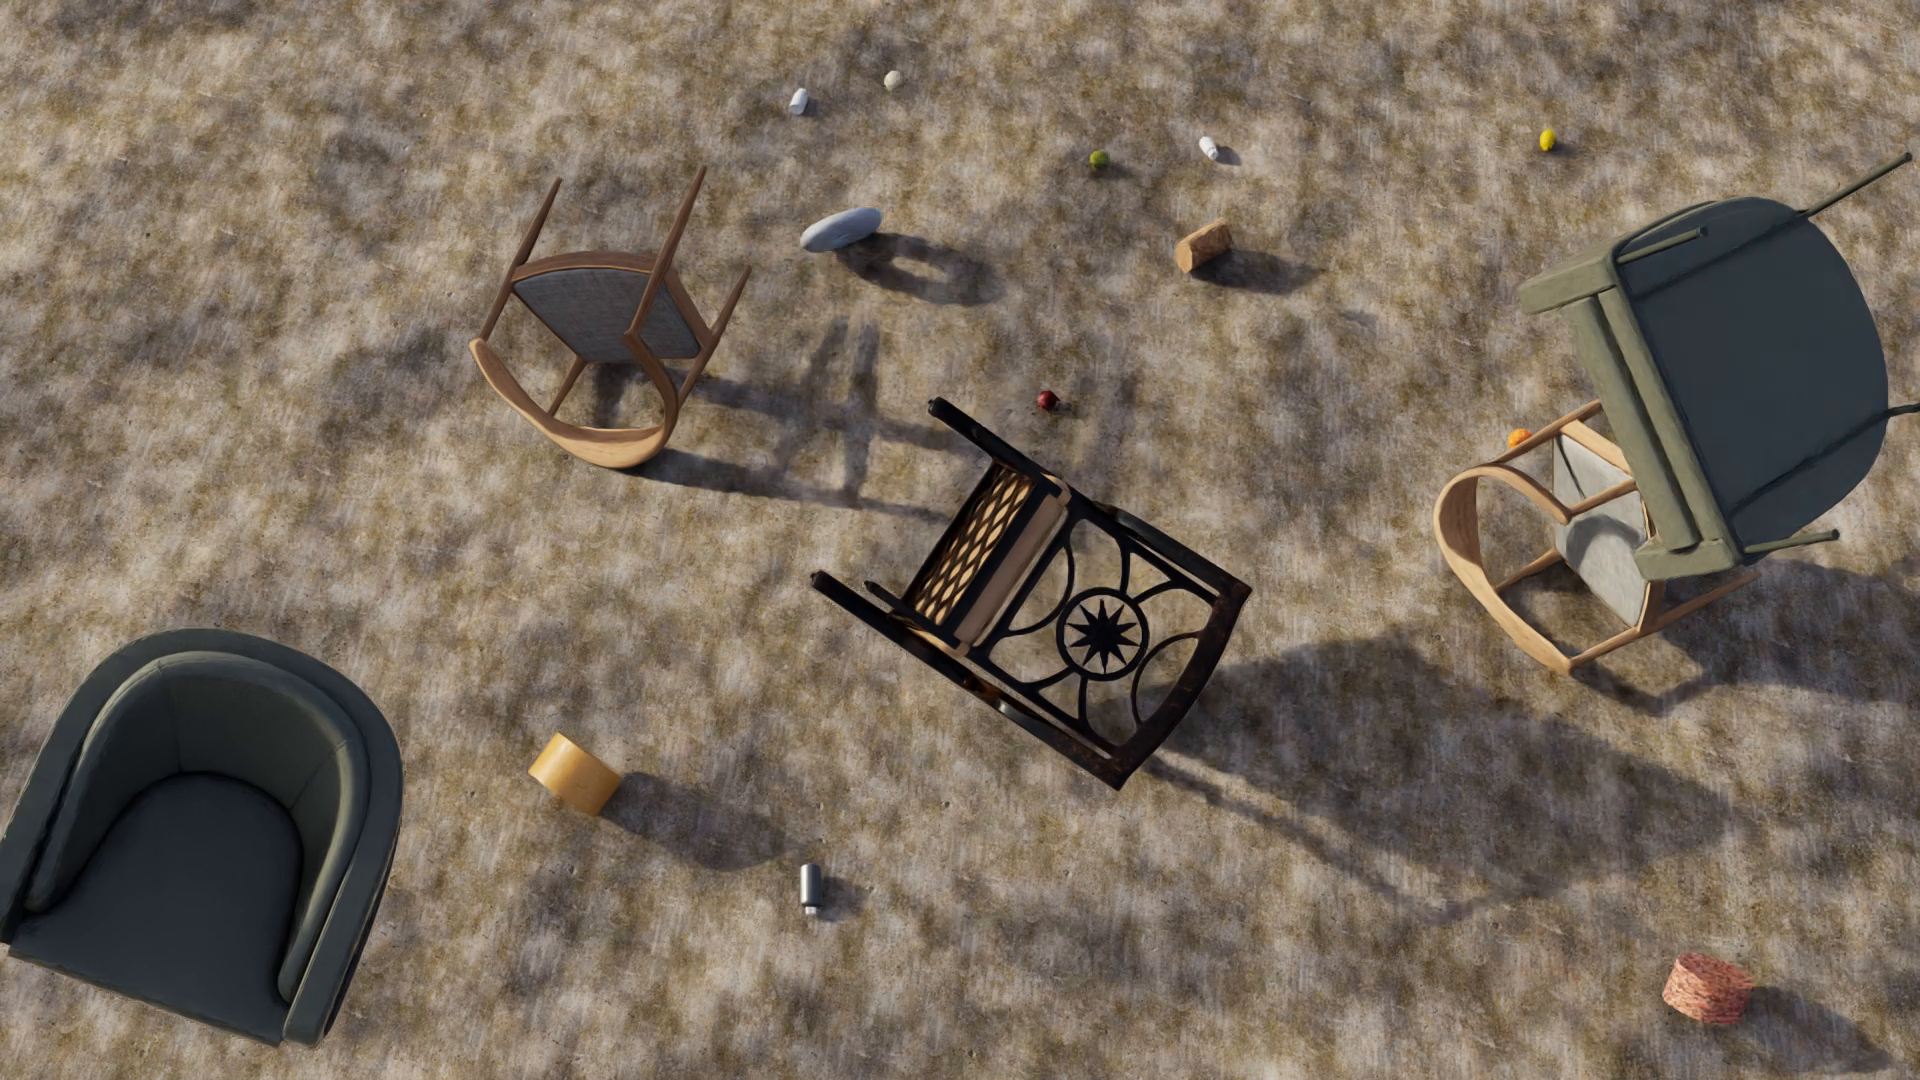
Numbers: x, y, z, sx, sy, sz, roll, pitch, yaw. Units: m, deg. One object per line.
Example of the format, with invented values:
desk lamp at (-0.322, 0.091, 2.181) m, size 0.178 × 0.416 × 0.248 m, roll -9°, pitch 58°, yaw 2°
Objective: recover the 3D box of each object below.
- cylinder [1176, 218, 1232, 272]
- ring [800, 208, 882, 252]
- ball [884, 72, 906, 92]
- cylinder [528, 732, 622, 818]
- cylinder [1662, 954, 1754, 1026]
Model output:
cylinder at (0.789, -0.954, 7.120) m, size 0.163 × 0.142 × 0.081 m, roll -31°, pitch 62°, yaw -19°
ring at (-0.383, -1.003, 7.110) m, size 0.322 × 0.234 × 0.072 m, roll -21°, pitch 86°, yaw -47°
ball at (-0.199, -1.402, 6.727) m, size 0.063 × 0.063 × 0.063 m, roll 0°, pitch 56°, yaw 0°
cylinder at (-1.046, 0.639, 5.989) m, size 0.221 × 0.230 × 0.133 m, roll 35°, pitch 82°, yaw 5°
cylinder at (1.926, 1.156, 5.660) m, size 0.235 × 0.105 × 0.184 m, roll 7°, pitch 17°, yaw -39°
